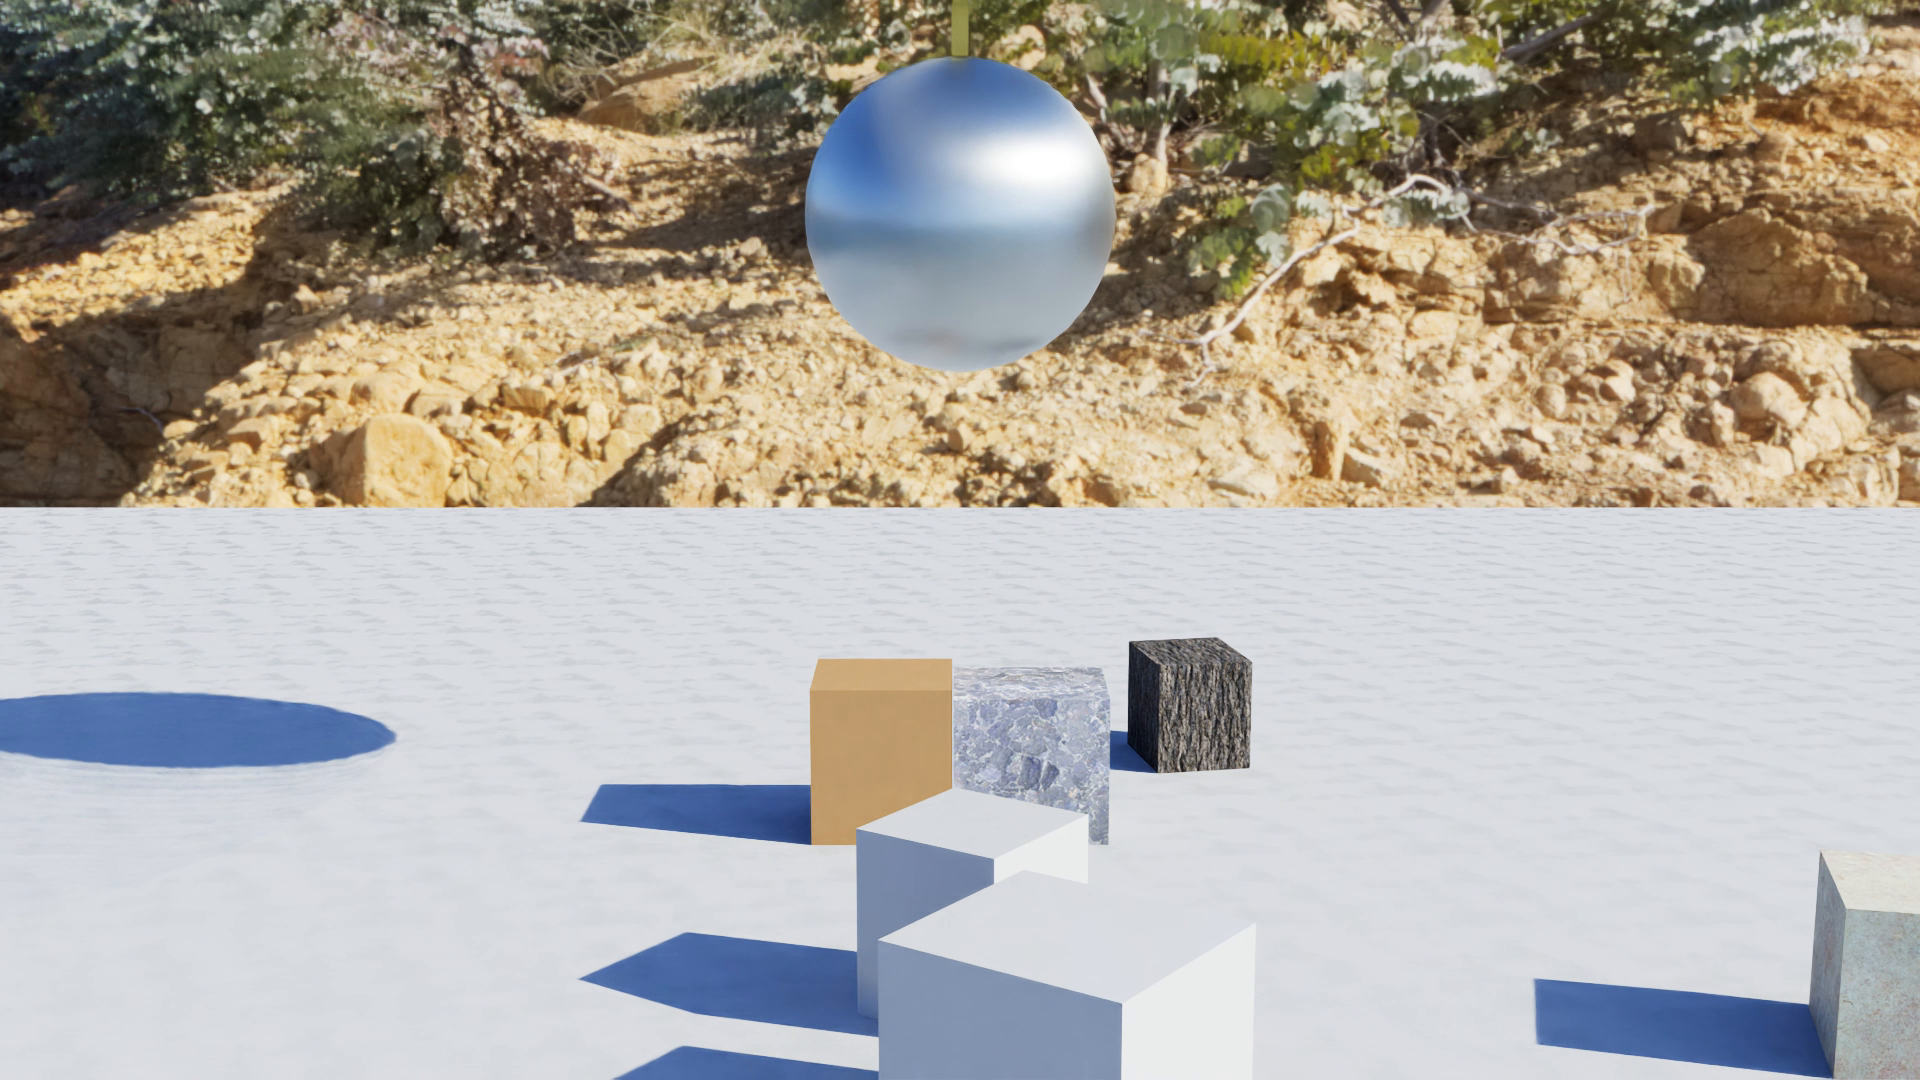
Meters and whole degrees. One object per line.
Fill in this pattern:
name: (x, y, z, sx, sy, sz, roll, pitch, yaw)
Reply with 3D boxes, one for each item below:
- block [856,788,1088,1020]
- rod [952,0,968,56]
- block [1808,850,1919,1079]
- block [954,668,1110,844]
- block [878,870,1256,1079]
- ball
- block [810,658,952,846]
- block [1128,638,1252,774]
block: (0.055, 1.526, 8.975, 0.667, 0.786, 0.691, 7, 12, 34)
rod: (0.000, -4.964, 10.455, 0.080, 5.200, 0.080, 0, 14, 0)
block: (3.702, 1.660, 8.538, 0.635, 0.679, 0.719, 3, 11, 14)
block: (0.359, 1.106, 11.373, 0.783, 0.754, 0.692, 0, 10, 0)
block: (0.370, 1.750, 7.533, 0.956, 0.862, 0.883, 7, 13, 35)
ball: (0.000, -1.667, 11.285, 1.600, 1.600, 1.600, 0, 10, 0)
block: (-0.395, 1.083, 11.358, 0.708, 0.805, 0.683, 0, 10, 0)
block: (1.314, 0.942, 12.654, 0.540, 0.619, 0.641, -2, 11, -11)
